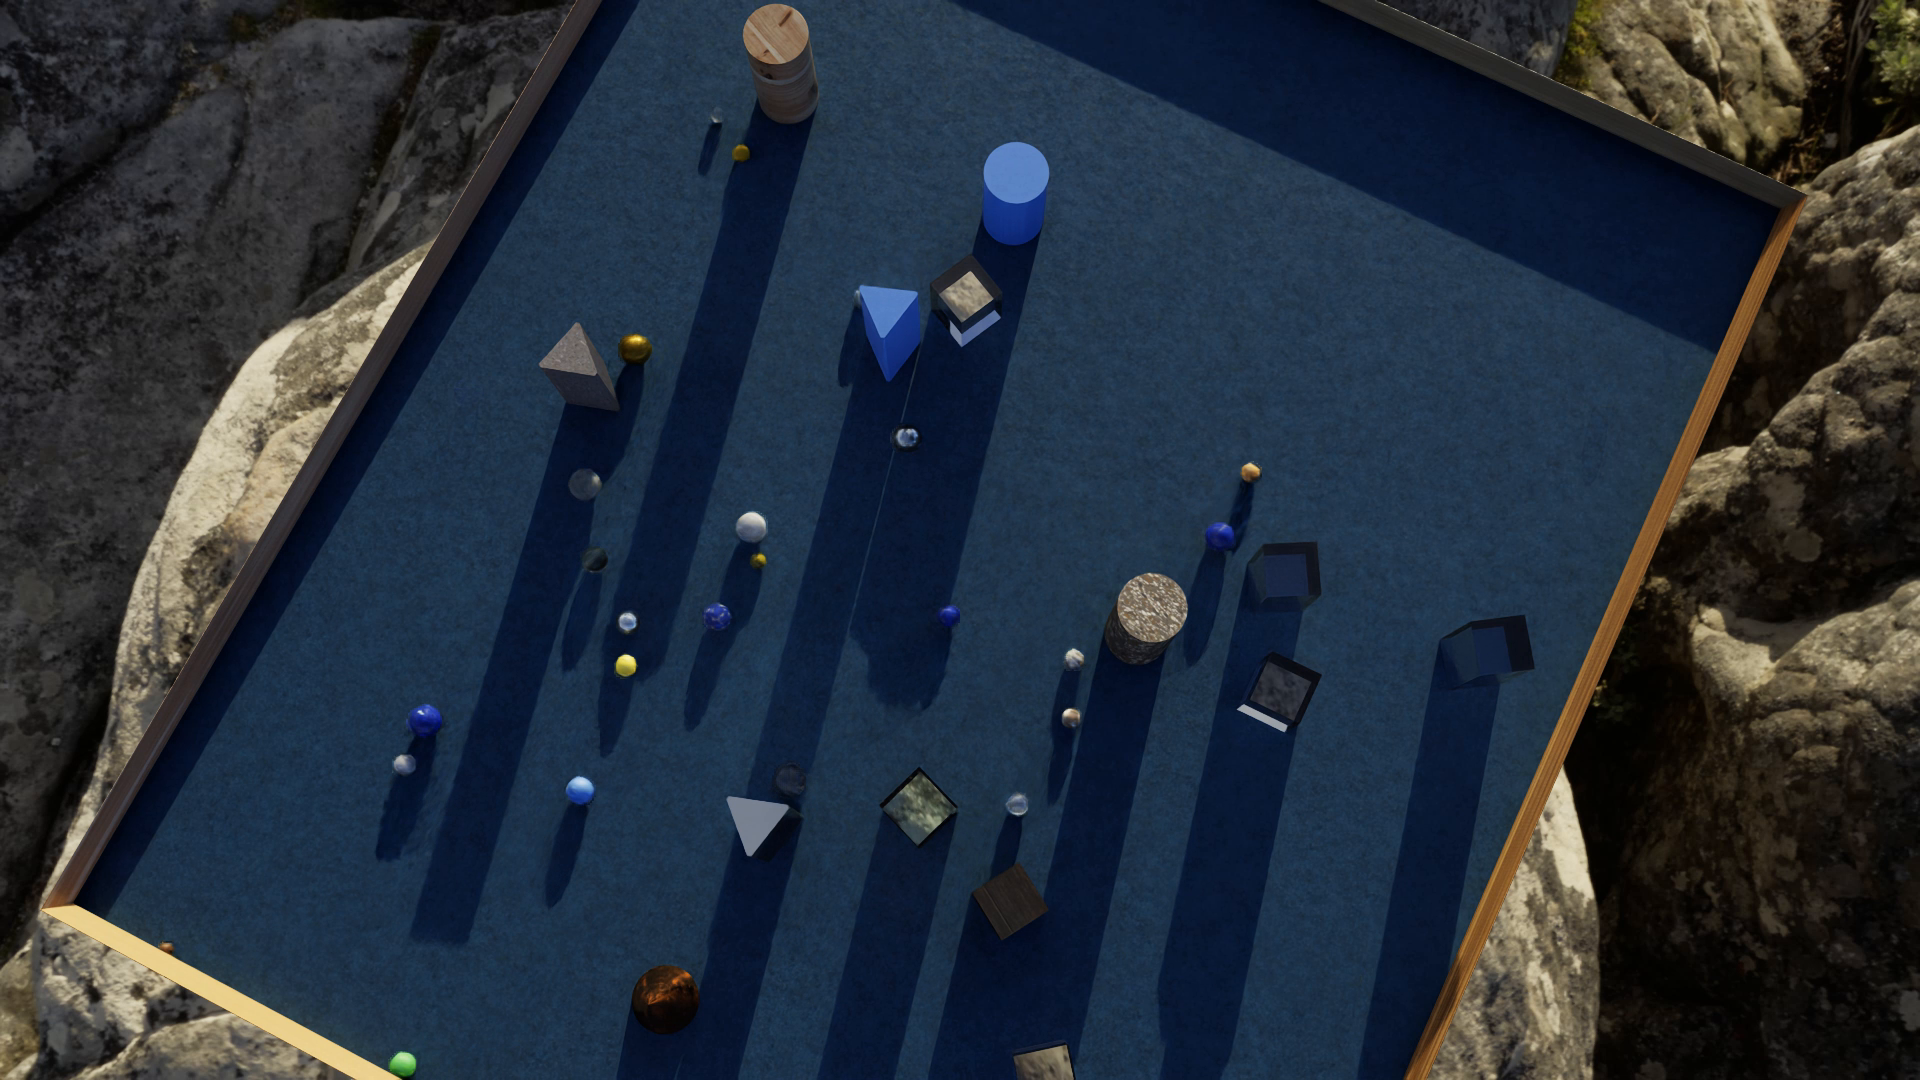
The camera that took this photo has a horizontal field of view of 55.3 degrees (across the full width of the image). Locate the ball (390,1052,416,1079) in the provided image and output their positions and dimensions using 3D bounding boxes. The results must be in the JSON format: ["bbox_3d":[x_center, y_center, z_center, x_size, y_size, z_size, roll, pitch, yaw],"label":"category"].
[{"bbox_3d":[-1.600,1.510,5.266,0.074,0.074,0.074,0,78,0],"label":"ball"}]

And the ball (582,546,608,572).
[{"bbox_3d":[-1.109,0.058,5.563,0.081,0.081,0.081,0,78,0],"label":"ball"}]

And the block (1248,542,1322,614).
[{"bbox_3d":[0.960,0.115,5.442,0.157,0.296,0.157,-3,78,-1],"label":"block"}]

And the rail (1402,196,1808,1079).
[{"bbox_3d":[1.658,0.818,5.381,0.045,0.128,4.319,26,80,5],"label":"rail"}]

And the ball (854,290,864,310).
[{"bbox_3d":[-0.301,-0.754,5.739,0.066,0.066,0.066,0,78,0],"label":"ball"}]

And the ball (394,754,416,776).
[{"bbox_3d":[-1.649,0.669,5.445,0.066,0.066,0.066,0,78,0],"label":"ball"}]

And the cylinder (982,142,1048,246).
[{"bbox_3d":[0.169,-1.066,5.661,0.196,0.345,0.196,0,78,0],"label":"cylinder"}]

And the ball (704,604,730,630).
[{"bbox_3d":[-0.732,0.232,5.527,0.081,0.081,0.081,0,78,0],"label":"ball"}]

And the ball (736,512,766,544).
[{"bbox_3d":[-0.635,-0.037,5.577,0.094,0.094,0.094,0,78,0],"label":"ball"}]

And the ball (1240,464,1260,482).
[{"bbox_3d":[0.892,-0.206,5.629,0.059,0.059,0.059,0,78,0],"label":"ball"}]

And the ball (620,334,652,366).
[{"bbox_3d":[-1.006,-0.590,5.689,0.097,0.097,0.097,0,78,0],"label":"ball"}]

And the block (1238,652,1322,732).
[{"bbox_3d":[0.938,0.449,5.394,0.157,0.253,0.157,26,79,5],"label":"block"}]

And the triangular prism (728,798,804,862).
[{"bbox_3d":[-0.574,0.793,5.204,0.147,0.487,0.170,38,81,7],"label":"triangular prism"}]

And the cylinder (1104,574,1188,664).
[{"bbox_3d":[0.536,0.235,5.332,0.196,0.461,0.196,0,78,0],"label":"cylinder"}]

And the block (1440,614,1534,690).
[{"bbox_3d":[1.542,0.333,5.373,0.157,0.342,0.157,-7,78,-1],"label":"block"}]

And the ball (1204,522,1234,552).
[{"bbox_3d":[0.789,-0.008,5.572,0.091,0.091,0.091,0,78,0],"label":"ball"}]

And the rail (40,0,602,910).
[{"bbox_3d":[-1.658,-0.805,5.717,0.045,0.128,4.319,26,80,5],"label":"rail"}]

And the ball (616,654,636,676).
[{"bbox_3d":[-1.003,0.378,5.505,0.065,0.065,0.065,0,78,0],"label":"ball"}]

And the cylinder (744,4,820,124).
[{"bbox_3d":[-0.553,-1.475,5.705,0.196,0.424,0.196,0,78,0],"label":"cylinder"}]

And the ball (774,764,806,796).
[{"bbox_3d":[-0.501,0.709,5.421,0.096,0.096,0.096,0,78,0],"label":"ball"}]

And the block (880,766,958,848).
[{"bbox_3d":[-0.118,0.779,5.310,0.157,0.286,0.157,-43,82,-8],"label":"block"}]

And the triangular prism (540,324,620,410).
[{"bbox_3d":[-1.129,-0.526,5.530,0.170,0.382,0.147,9,78,2],"label":"triangular prism"}]

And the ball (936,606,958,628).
[{"bbox_3d":[-0.039,0.231,5.535,0.066,0.066,0.066,0,78,0],"label":"ball"}]

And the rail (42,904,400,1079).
[{"bbox_3d":[-0.955,1.878,5.162,3.754,0.128,0.045,26,80,5],"label":"rail"}]

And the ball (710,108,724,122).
[{"bbox_3d":[-0.778,-1.363,5.874,0.048,0.048,0.048,0,78,0],"label":"ball"}]

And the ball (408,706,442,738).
[{"bbox_3d":[-1.591,0.540,5.455,0.097,0.097,0.097,0,78,0],"label":"ball"}]

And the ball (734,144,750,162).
[{"bbox_3d":[-0.696,-1.233,5.844,0.055,0.055,0.055,0,78,0],"label":"ball"}]

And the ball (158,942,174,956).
[{"bbox_3d":[-2.318,1.196,5.347,0.044,0.044,0.044,0,78,0],"label":"ball"}]

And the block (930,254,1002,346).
[{"bbox_3d":[0.019,-0.736,5.645,0.157,0.242,0.157,-37,81,-7],"label":"block"}]

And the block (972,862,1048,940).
[{"bbox_3d":[0.141,1.037,5.256,0.157,0.285,0.157,-32,80,-6],"label":"block"}]

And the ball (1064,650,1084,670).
[{"bbox_3d":[0.343,0.359,5.511,0.060,0.060,0.060,0,78,0],"label":"ball"}]

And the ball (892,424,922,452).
[{"bbox_3d":[-0.163,-0.313,5.636,0.089,0.089,0.089,0,78,0],"label":"ball"}]

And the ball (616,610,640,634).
[{"bbox_3d":[-1.000,0.248,5.528,0.074,0.074,0.074,0,78,0],"label":"ball"}]

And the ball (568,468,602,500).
[{"bbox_3d":[-1.147,-0.170,5.602,0.098,0.098,0.098,0,78,0],"label":"ball"}]

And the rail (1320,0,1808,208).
[{"bbox_3d":[0.955,-1.864,5.936,3.754,0.128,0.045,26,80,5],"label":"rail"}]

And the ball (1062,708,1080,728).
[{"bbox_3d":[0.332,0.533,5.476,0.059,0.059,0.059,0,78,0],"label":"ball"}]

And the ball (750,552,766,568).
[{"bbox_3d":[-0.614,0.064,5.578,0.049,0.049,0.049,0,78,0],"label":"ball"}]

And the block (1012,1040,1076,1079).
[{"bbox_3d":[0.241,1.515,5.183,0.157,0.236,0.157,-11,79,-2],"label":"block"}]

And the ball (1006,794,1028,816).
[{"bbox_3d":[0.171,0.783,5.421,0.066,0.066,0.066,0,78,0],"label":"ball"}]

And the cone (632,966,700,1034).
[{"bbox_3d":[-0.858,1.308,5.190,0.196,0.305,0.196,0,78,0],"label":"cone"}]

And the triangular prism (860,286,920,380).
[{"bbox_3d":[-0.232,-0.649,5.527,0.147,0.438,0.170,36,81,7],"label":"triangular prism"}]

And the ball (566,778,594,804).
[{"bbox_3d":[-1.125,0.742,5.422,0.080,0.080,0.080,0,78,0],"label":"ball"}]
